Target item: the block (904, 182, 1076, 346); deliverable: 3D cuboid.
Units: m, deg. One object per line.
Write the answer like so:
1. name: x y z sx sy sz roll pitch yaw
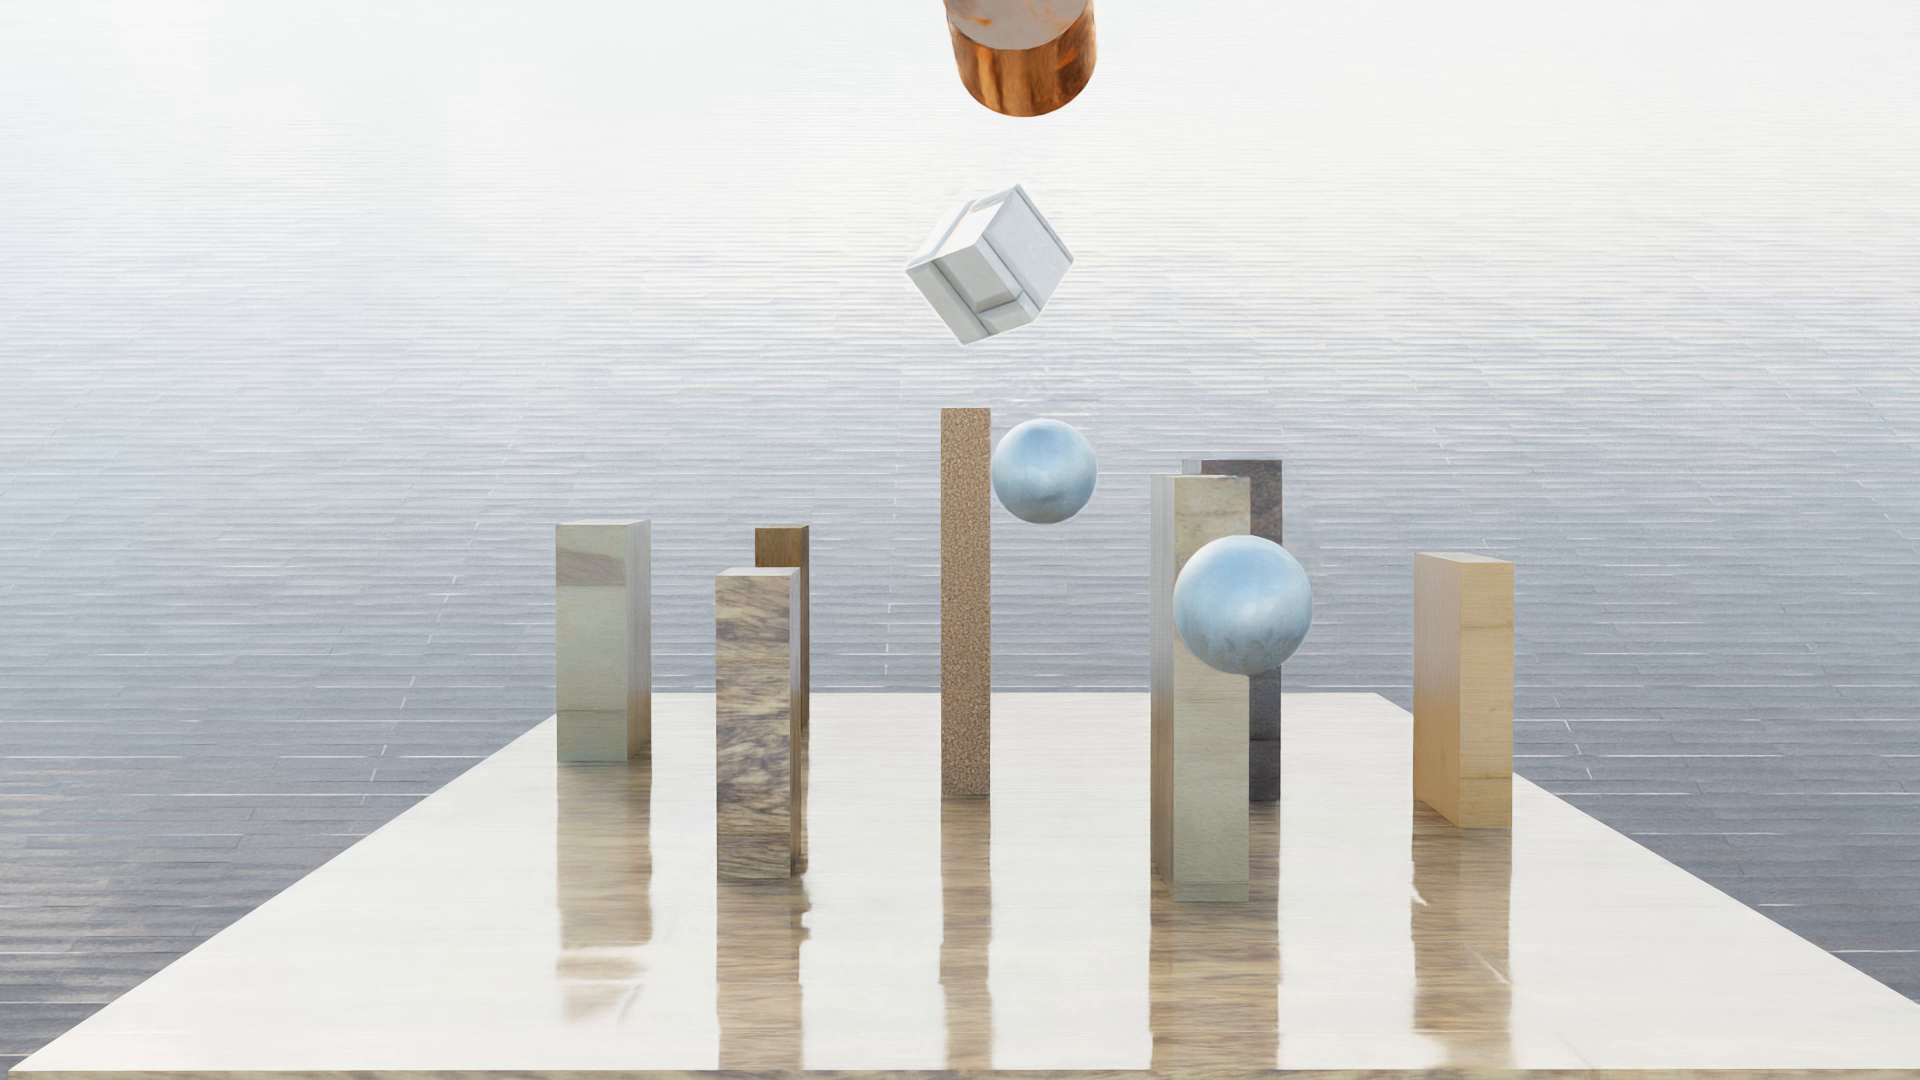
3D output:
1. block: 0.033 -0.302 2.823 0.110 0.110 0.110 -15 33 45

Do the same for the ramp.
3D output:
1. ramp: 0.056 0.506 4.550 2.000 0.100 4.000 0 2 0

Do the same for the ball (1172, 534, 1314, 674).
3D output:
1. ball: 0.313 0.072 2.859 0.155 0.155 0.155 0 24 0

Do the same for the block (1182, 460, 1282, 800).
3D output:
1. block: 0.493 0.152 4.714 0.141 0.597 0.392 0 2 0

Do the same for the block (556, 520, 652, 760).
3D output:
1. block: -0.730 0.197 5.306 0.140 0.468 0.411 0 2 0

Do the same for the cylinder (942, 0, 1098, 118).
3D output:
1. cylinder: 0.066 -0.564 2.786 0.158 0.158 0.158 3 -16 7

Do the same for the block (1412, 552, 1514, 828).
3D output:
1. block: 0.854 0.245 4.394 0.087 0.432 0.424 0 2 0

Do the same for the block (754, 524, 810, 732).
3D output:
1. block: -0.398 0.192 5.788 0.102 0.445 0.292 0 2 0

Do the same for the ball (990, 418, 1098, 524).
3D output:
1. ball: 0.092 -0.075 2.829 0.117 0.117 0.117 0 24 0

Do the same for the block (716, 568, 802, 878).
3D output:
1. block: -0.297 0.264 3.818 0.106 0.435 0.258 0 2 0

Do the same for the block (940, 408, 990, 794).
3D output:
1. block: 0.010 0.105 4.734 0.088 0.689 0.287 0 2 0

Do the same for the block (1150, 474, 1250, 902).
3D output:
1. block: 0.341 0.196 3.705 0.102 0.576 0.424 0 2 0
